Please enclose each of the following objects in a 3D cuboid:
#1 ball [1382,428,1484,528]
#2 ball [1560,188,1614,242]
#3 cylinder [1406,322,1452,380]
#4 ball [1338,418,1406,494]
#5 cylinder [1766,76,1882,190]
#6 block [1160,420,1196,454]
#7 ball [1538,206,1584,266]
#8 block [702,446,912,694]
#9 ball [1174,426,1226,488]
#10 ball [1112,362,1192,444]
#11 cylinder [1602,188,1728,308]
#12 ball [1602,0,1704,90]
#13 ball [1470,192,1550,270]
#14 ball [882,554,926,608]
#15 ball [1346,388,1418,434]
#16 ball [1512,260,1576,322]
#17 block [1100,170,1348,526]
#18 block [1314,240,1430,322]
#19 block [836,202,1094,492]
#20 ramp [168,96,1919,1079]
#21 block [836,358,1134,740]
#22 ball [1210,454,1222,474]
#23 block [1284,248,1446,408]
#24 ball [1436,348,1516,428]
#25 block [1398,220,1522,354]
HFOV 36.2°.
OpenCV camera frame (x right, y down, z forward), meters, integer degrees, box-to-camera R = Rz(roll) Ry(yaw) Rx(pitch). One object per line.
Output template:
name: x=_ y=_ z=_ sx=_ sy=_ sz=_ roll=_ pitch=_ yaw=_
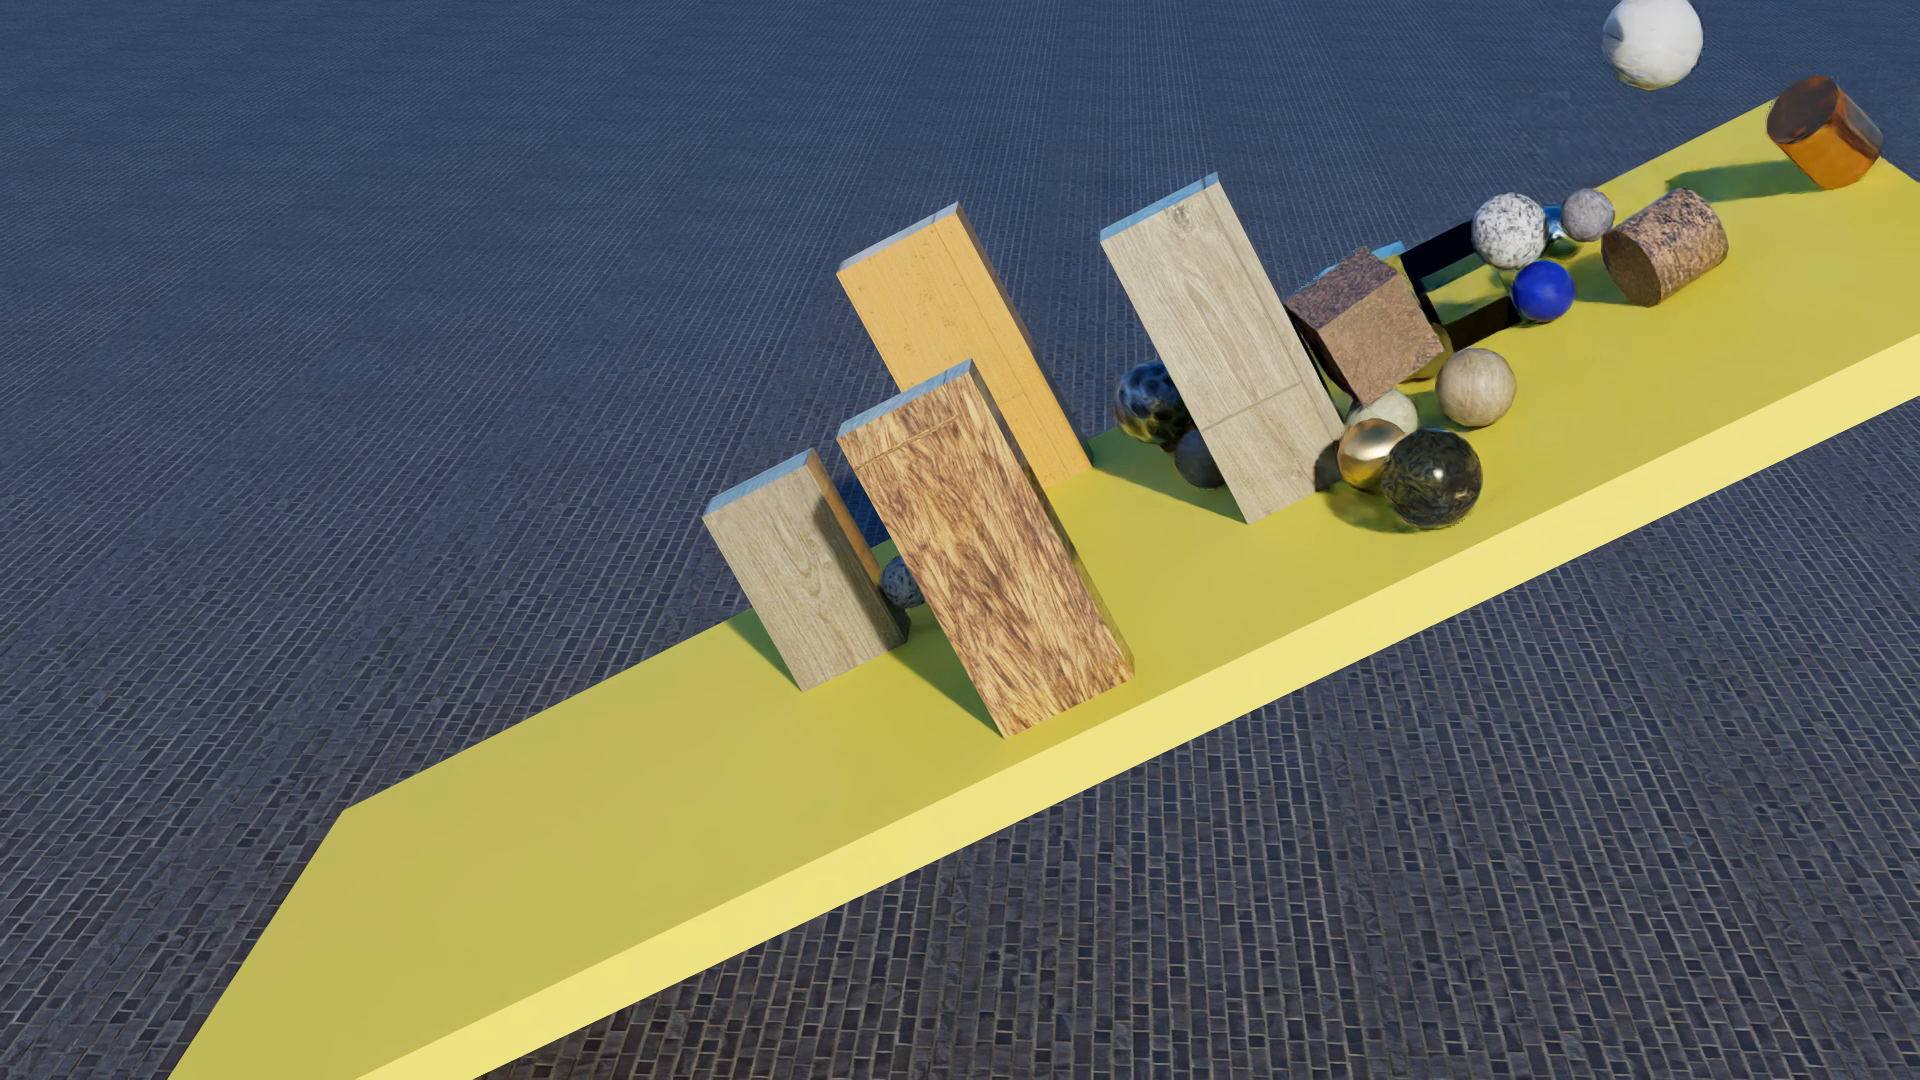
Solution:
ball: x=0.850 y=-0.111 z=5.291 sx=0.181 sy=0.181 sz=0.181 roll=0 pitch=17 yaw=0
ball: x=1.262 y=-0.653 z=5.923 sx=0.109 sy=0.109 sz=0.109 roll=0 pitch=17 yaw=0
cylinder: x=0.959 y=-0.399 z=6.227 sx=0.118 sy=0.118 sz=0.118 roll=-10 pitch=4 yaw=-29
ball: x=0.797 y=-0.161 z=5.649 sx=0.144 sy=0.144 sz=0.144 roll=0 pitch=17 yaw=0
cylinder: x=1.751 y=-0.824 z=5.956 sx=0.165 sy=0.165 sz=0.165 roll=35 pitch=-2 yaw=-31
block: x=0.493 y=-0.285 z=6.692 sx=0.107 sy=0.107 sz=0.107 roll=-23 pitch=31 yaw=35
ball: x=1.306 y=-0.668 z=6.466 sx=0.135 sy=0.135 sz=0.135 roll=0 pitch=17 yaw=0
block: x=-0.332 y=0.066 z=6.419 sx=0.259 sy=0.451 sz=0.141 roll=-26 pitch=14 yaw=11
ball: x=0.525 y=-0.176 z=6.256 sx=0.135 sy=0.135 sz=0.135 roll=0 pitch=17 yaw=0
ball: x=0.430 y=-0.304 z=6.516 sx=0.183 sy=0.183 sz=0.183 roll=0 pitch=17 yaw=0
cylinder: x=1.409 y=-0.586 z=5.886 sx=0.176 sy=0.176 sz=0.176 roll=-33 pitch=27 yaw=-14
ball: x=1.399 y=-1.012 z=5.947 sx=0.201 sy=0.201 sz=0.201 roll=0 pitch=17 yaw=0
ball: x=1.139 y=-0.639 z=6.093 sx=0.160 sy=0.160 sz=0.160 roll=0 pitch=17 yaw=0
ball: x=-0.112 y=0.089 z=6.395 sx=0.118 sy=0.118 sz=0.118 roll=0 pitch=17 yaw=0
ball: x=0.837 y=-0.234 z=5.831 sx=0.142 sy=0.142 sz=0.142 roll=0 pitch=17 yaw=0
ball: x=1.215 y=-0.518 z=6.125 sx=0.130 sy=0.130 sz=0.130 roll=0 pitch=17 yaw=0
block: x=0.544 y=-0.380 z=5.864 sx=0.259 sy=0.650 sz=0.119 roll=-26 pitch=14 yaw=11
block: x=0.909 y=-0.511 z=6.556 sx=0.199 sy=0.199 sz=0.199 roll=-19 pitch=17 yaw=36
block: x=0.016 y=-0.414 z=6.943 sx=0.315 sy=0.688 sz=0.134 roll=-26 pitch=14 yaw=11
ramp: x=0.141 y=0.167 z=6.281 sx=4.000 sy=0.100 sz=2.000 roll=-26 pitch=14 yaw=11
block: x=0.052 y=0.019 z=5.412 sx=0.271 sy=0.652 sz=0.110 roll=-26 pitch=14 yaw=11
ball: x=0.596 y=-0.192 z=6.123 sx=0.150 sy=0.150 sz=0.150 roll=0 pitch=17 yaw=0
block: x=0.793 y=-0.418 z=5.777 sx=0.194 sy=0.194 sz=0.194 roll=-35 pitch=25 yaw=0
ball: x=1.001 y=-0.296 z=5.705 sx=0.154 sy=0.154 sz=0.154 roll=0 pitch=17 yaw=0
block: x=1.067 y=-0.539 z=6.285 sx=0.172 sy=0.172 sz=0.172 roll=-26 pitch=36 yaw=11
